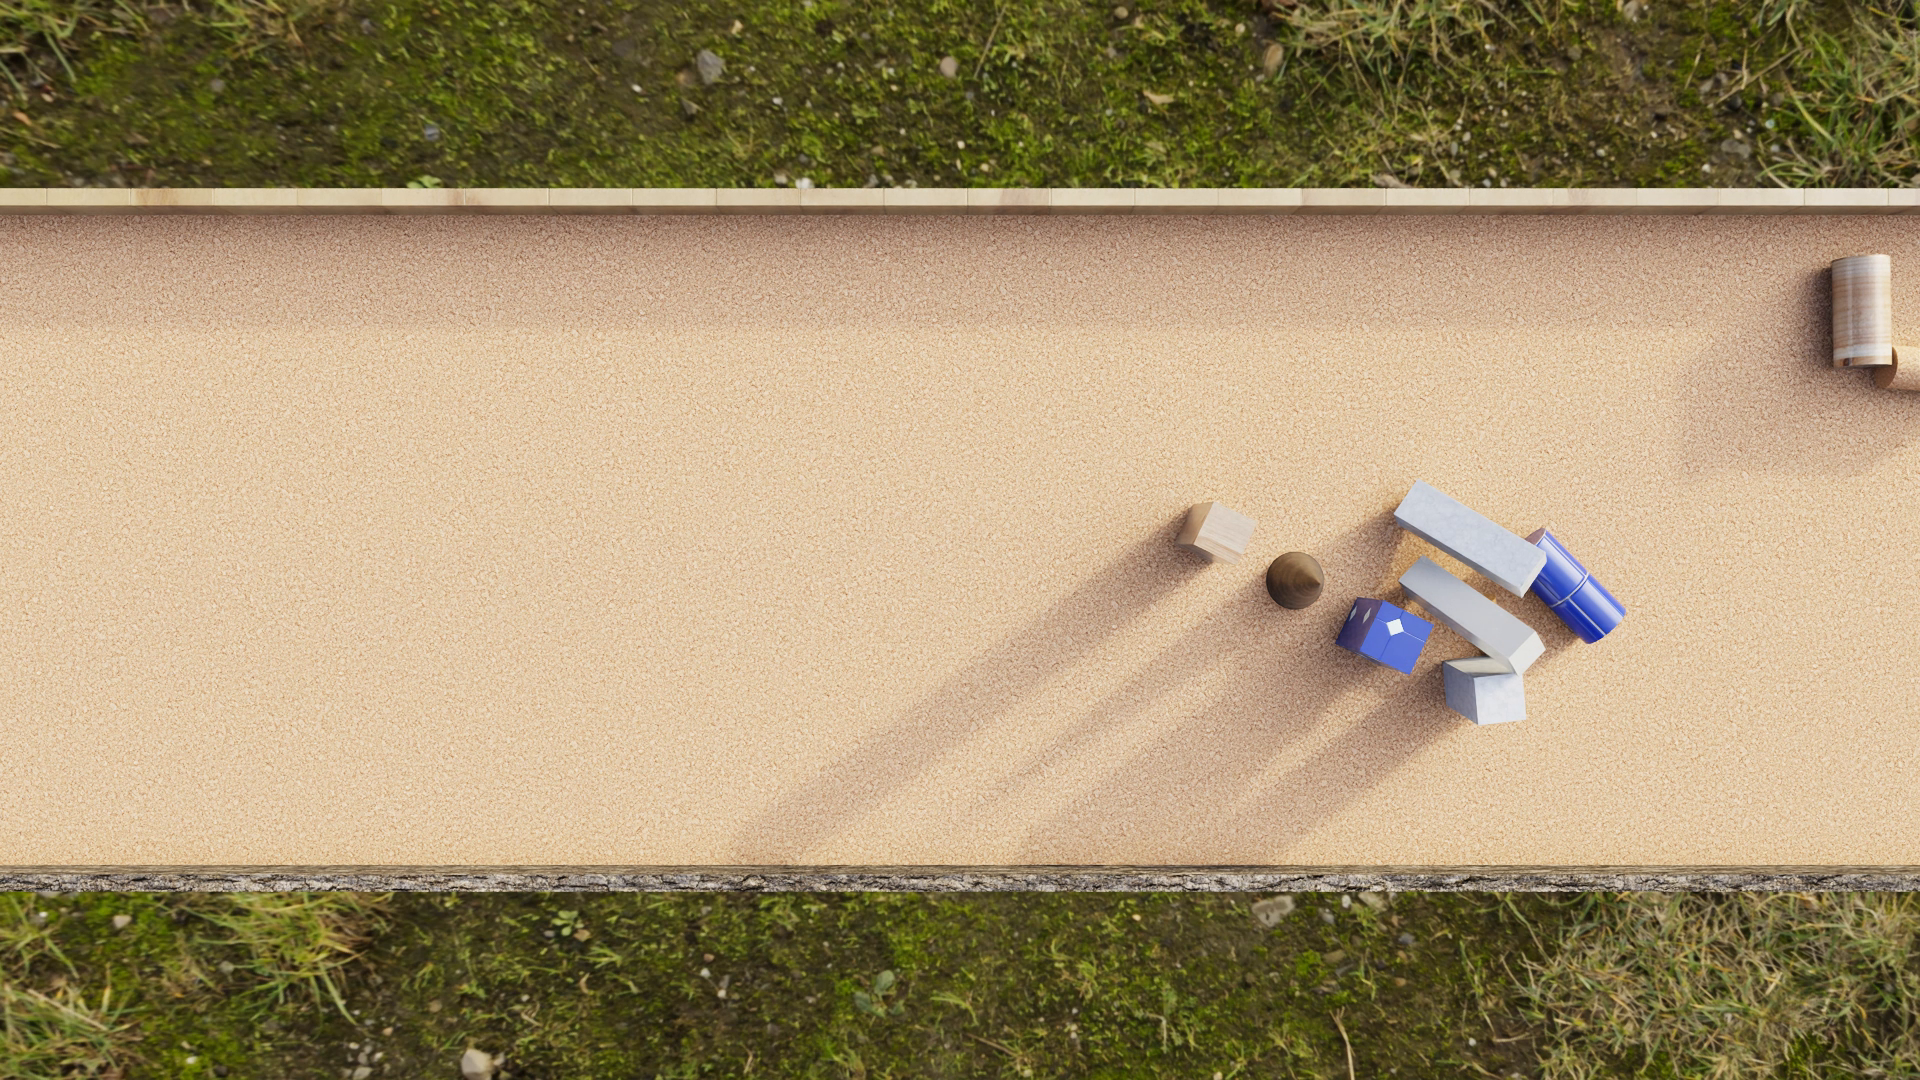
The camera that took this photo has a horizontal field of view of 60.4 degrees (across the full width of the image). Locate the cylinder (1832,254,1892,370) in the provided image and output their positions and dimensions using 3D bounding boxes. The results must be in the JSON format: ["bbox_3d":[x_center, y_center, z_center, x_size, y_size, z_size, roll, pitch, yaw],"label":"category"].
[{"bbox_3d":[2.732,-0.688,4.998,0.157,0.157,0.326,-1,90,0],"label":"cylinder"}]

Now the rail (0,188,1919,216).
[{"bbox_3d":[-2.247,-1.025,5.002,12.000,0.150,0.050,0,90,0],"label":"rail"}]

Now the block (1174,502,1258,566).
[{"bbox_3d":[0.749,-0.019,4.864,0.135,0.425,0.135,26,90,0],"label":"block"}]

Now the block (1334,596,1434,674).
[{"bbox_3d":[1.261,0.282,4.919,0.161,0.316,0.161,26,90,0],"label":"block"}]

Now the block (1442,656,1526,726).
[{"bbox_3d":[1.560,0.445,4.918,0.140,0.305,0.140,-7,95,0],"label":"block"}]

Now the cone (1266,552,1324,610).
[{"bbox_3d":[1.032,0.125,4.898,0.179,0.356,0.179,0,90,0],"label":"cone"}]

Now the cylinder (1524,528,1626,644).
[{"bbox_3d":[1.833,0.139,4.998,0.158,0.158,0.342,-45,90,0],"label":"cylinder"}]

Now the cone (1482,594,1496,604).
[{"bbox_3d":[1.640,0.336,5.048,0.114,0.114,0.327,-24,100,0],"label":"cone"}]

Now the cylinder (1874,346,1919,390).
[{"bbox_3d":[2.973,-0.515,5.012,0.320,0.129,0.129,5,90,0],"label":"cylinder"}]

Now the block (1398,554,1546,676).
[{"bbox_3d":[1.506,0.219,4.872,0.110,0.454,0.110,-45,133,-1],"label":"block"}]

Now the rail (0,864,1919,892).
[{"bbox_3d":[-2.247,1.025,5.001,12.000,0.150,0.050,0,90,0],"label":"rail"}]

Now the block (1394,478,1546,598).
[{"bbox_3d":[1.522,-0.006,4.928,0.427,0.130,0.130,35,90,25],"label":"block"}]
